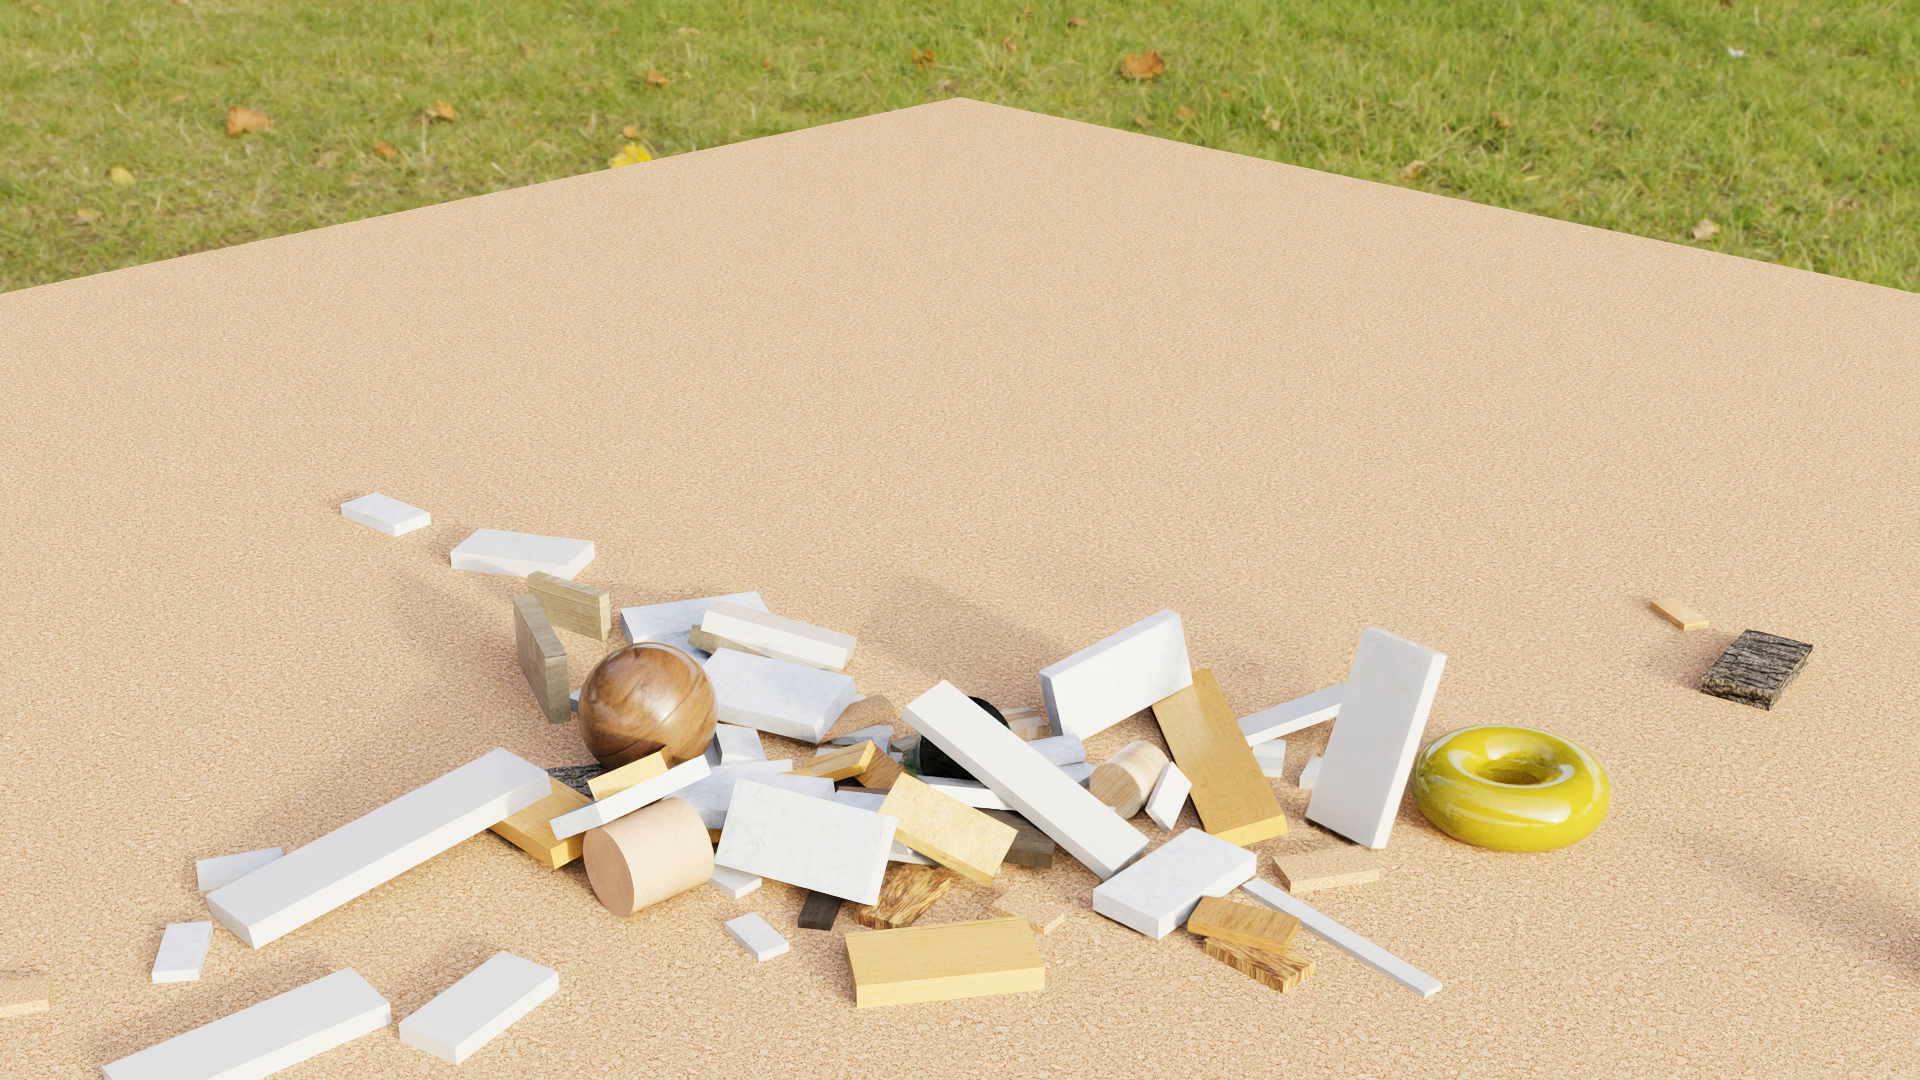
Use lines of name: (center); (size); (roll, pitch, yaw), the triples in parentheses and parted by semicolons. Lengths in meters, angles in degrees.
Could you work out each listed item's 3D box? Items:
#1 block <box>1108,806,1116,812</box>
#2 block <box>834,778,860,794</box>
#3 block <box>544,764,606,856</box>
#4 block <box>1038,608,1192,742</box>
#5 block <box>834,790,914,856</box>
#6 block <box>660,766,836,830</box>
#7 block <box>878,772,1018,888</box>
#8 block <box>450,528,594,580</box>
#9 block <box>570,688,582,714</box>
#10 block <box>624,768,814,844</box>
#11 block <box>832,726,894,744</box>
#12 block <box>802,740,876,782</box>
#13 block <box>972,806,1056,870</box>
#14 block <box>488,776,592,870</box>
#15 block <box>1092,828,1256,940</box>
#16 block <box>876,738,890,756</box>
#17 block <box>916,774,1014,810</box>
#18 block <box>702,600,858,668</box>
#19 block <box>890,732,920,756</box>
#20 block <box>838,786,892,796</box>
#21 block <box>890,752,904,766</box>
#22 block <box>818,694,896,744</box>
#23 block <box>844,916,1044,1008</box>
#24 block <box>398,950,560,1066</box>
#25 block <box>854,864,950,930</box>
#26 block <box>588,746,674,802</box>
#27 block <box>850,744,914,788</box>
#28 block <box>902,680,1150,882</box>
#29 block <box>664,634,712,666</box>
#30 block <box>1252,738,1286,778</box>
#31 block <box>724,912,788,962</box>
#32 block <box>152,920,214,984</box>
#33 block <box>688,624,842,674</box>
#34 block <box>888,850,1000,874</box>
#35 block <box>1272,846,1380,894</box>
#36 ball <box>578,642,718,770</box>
block: (0.217, 0.561, 4.405); (0.182, 0.026, 0.091); (4, 23, 8)
block: (-0.253, 0.523, 4.499); (0.082, 0.023, 0.165); (14, 27, 29)
block: (-0.771, 0.543, 4.434); (0.129, 0.037, 0.299); (-5, 23, -11)
block: (0.339, 0.298, 4.756); (0.346, 0.173, 0.049); (-25, 26, -25)
block: (-0.169, 0.548, 4.276); (0.247, 0.035, 0.124); (1, 33, 36)
block: (-0.419, 0.514, 4.334); (0.309, 0.044, 0.154); (3, 25, 18)
block: (-0.029, 0.548, 4.172); (0.249, 0.035, 0.125); (26, 45, 7)
block: (-1.115, 0.037, 5.614); (0.322, 0.046, 0.161); (6, 24, 14)
block: (-0.747, 0.370, 4.848); (0.230, 0.033, 0.115); (17, 28, 35)
block: (-0.481, 0.544, 4.390); (0.403, 0.044, 0.154); (-9, 24, -11)
block: (-0.209, 0.417, 4.702); (0.129, 0.018, 0.064); (-5, 14, 43)
block: (-0.257, 0.465, 4.519); (0.165, 0.023, 0.082); (-20, 24, 28)
block: (0.062, 0.570, 4.265); (0.247, 0.035, 0.124); (7, 30, 4)
block: (-0.820, 0.543, 4.331); (0.154, 0.044, 0.309); (-26, 30, -35)
block: (0.407, 0.645, 4.152); (0.153, 0.043, 0.307); (19, 30, 38)
block: (-0.181, 0.445, 4.619); (0.064, 0.018, 0.129); (-13, 9, 2)
block: (0.044, 0.503, 4.349); (0.249, 0.035, 0.125); (7, 1, -14)
block: (-0.412, 0.215, 5.043); (0.334, 0.047, 0.167); (15, 8, 3)
block: (-0.098, 0.435, 4.718); (0.101, 0.014, 0.050); (-17, 28, -34)
block: (-0.186, 0.528, 4.422); (0.124, 0.018, 0.062); (2, 45, 5)
block: (-0.159, 0.470, 4.595); (0.064, 0.018, 0.129); (2, 11, 6)
block: (-0.241, 0.386, 4.752); (0.186, 0.026, 0.093); (-19, 17, -15)
block: (-0.030, 0.752, 3.927); (0.334, 0.047, 0.167); (-4, 23, -9)
block: (-0.831, 0.807, 3.811); (0.129, 0.037, 0.258); (13, 26, 29)
block: (-0.107, 0.676, 4.133); (0.095, 0.027, 0.190); (13, 26, 27)
block: (-0.637, 0.452, 4.278); (0.145, 0.041, 0.291); (-22, -1, -6)
block: (-0.151, 0.492, 4.489); (0.082, 0.023, 0.165); (-38, 51, -20)
block: (0.125, 0.467, 4.310); (0.532, 0.035, 0.125); (37, 42, 21)
block: (-0.576, 0.305, 4.983); (0.322, 0.046, 0.161); (21, 31, 41)
block: (0.652, 0.460, 4.653); (0.067, 0.019, 0.134); (5, 23, 11)
block: (-0.372, 0.726, 4.027); (0.063, 0.018, 0.125); (-15, 27, -31)
block: (-1.405, 0.744, 3.978); (0.079, 0.022, 0.158); (-3, 23, -8)
block: (-0.444, 0.262, 4.995); (0.322, 0.046, 0.161); (20, 9, 33)
block: (-0.038, 0.585, 4.296); (0.248, 0.035, 0.124); (7, 30, 4)
block: (0.704, 0.634, 4.234); (0.182, 0.026, 0.091); (-6, 24, -14)
ball: (-0.645, 0.355, 4.553); (0.290, 0.290, 0.290); (0, 23, 0)
